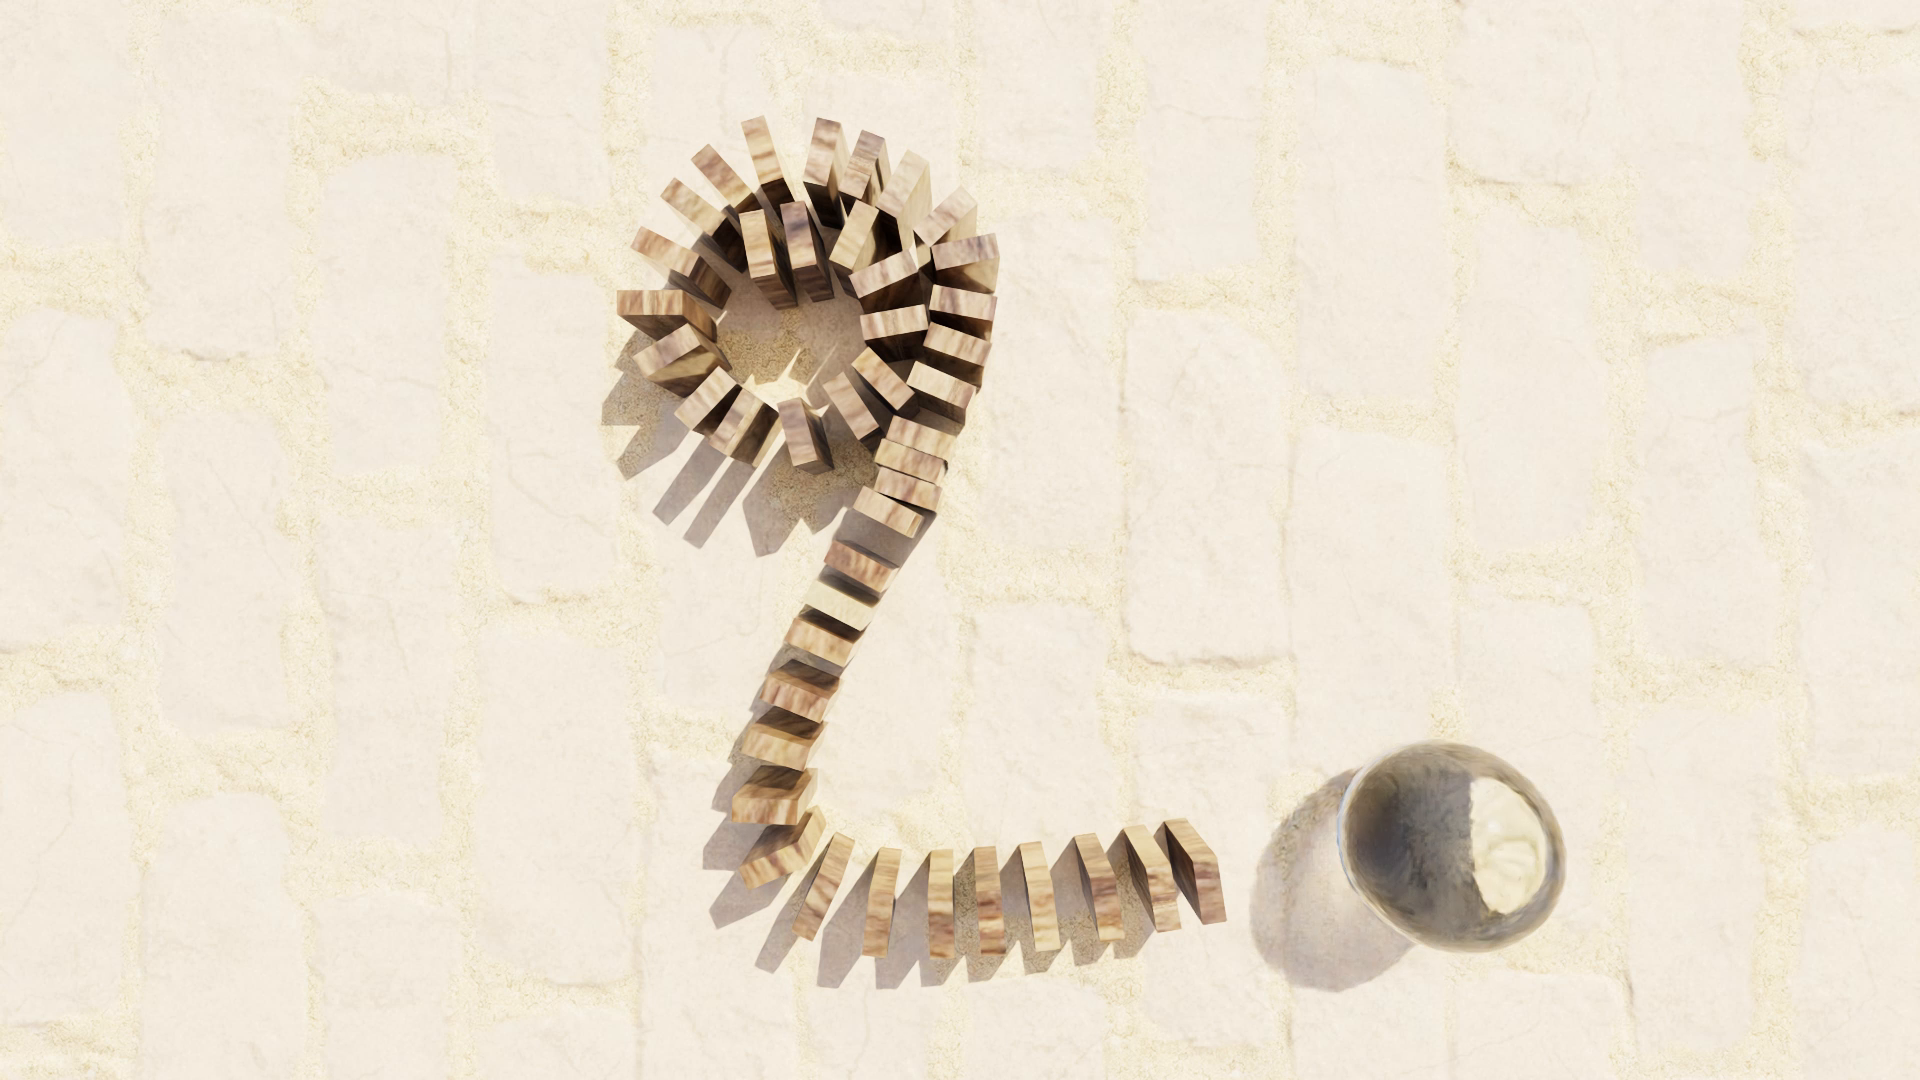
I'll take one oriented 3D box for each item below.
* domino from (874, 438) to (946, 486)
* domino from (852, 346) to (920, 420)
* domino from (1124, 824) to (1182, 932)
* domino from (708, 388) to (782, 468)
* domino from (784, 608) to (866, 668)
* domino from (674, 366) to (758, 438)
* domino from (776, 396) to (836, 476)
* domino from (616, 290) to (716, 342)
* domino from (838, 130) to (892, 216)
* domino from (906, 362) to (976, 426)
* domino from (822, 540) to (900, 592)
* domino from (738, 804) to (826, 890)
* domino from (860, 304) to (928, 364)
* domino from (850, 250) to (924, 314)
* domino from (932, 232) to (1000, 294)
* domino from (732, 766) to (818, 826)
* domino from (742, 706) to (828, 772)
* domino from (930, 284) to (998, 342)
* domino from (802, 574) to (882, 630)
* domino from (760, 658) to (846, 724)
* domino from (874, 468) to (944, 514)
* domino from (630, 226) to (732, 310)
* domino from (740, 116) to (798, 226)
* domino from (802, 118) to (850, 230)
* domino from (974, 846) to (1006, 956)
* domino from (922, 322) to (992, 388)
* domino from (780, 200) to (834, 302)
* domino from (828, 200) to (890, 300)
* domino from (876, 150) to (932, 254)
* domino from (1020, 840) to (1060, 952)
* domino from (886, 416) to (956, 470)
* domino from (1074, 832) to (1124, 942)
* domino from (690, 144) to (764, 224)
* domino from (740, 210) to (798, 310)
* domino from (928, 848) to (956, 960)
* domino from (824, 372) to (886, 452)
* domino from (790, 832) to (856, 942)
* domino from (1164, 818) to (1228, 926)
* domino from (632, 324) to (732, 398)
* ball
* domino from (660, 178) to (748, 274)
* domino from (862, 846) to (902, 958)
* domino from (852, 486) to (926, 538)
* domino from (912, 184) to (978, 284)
[{"bbox_3d":[-0.019,-0.030,0.375,0.025,0.050,0.010,20,90,0],"label":"domino"},{"bbox_3d":[-0.029,-0.062,0.375,0.010,0.050,0.025,-45,90,0],"label":"domino"},{"bbox_3d":[0.078,0.137,0.375,0.009,0.050,0.025,-10,90,0],"label":"domino"},{"bbox_3d":[-0.086,-0.045,0.375,0.009,0.050,0.025,32,90,0],"label":"domino"},{"bbox_3d":[-0.054,0.039,0.375,0.025,0.050,0.010,24,90,0],"label":"domino"},{"bbox_3d":[-0.097,-0.054,0.375,0.009,0.050,0.025,44,90,0],"label":"domino"},{"bbox_3d":[-0.062,-0.042,0.375,0.009,0.050,0.025,-15,90,0],"label":"domino"},{"bbox_3d":[-0.119,-0.091,0.375,0.025,0.050,0.009,0,90,0],"label":"domino"},{"bbox_3d":[-0.038,-0.144,0.375,0.009,0.050,0.025,21,90,0],"label":"domino"},{"bbox_3d":[-0.007,-0.059,0.375,0.025,0.050,0.009,23,90,0],"label":"domino"},{"bbox_3d":[-0.039,0.010,0.375,0.025,0.050,0.009,28,90,0],"label":"domino"},{"bbox_3d":[-0.071,0.125,0.375,0.025,0.050,0.010,-24,90,0],"label":"domino"},{"bbox_3d":[-0.025,-0.083,0.375,0.025,0.050,0.009,-10,90,0],"label":"domino"},{"bbox_3d":[-0.029,-0.102,0.375,0.025,0.050,0.009,-24,90,0],"label":"domino"},{"bbox_3d":[0.002,-0.110,0.375,0.025,0.050,0.010,-12,90,0],"label":"domino"},{"bbox_3d":[-0.075,0.104,0.375,0.025,0.050,0.009,3,90,0],"label":"domino"},{"bbox_3d":[-0.070,0.080,0.375,0.025,0.050,0.009,17,90,0],"label":"domino"},{"bbox_3d":[0.001,-0.091,0.375,0.025,0.050,0.009,11,90,0],"label":"domino"},{"bbox_3d":[-0.047,0.025,0.375,0.025,0.050,0.009,27,90,0],"label":"domino"},{"bbox_3d":[-0.063,0.061,0.375,0.025,0.050,0.009,22,90,0],"label":"domino"},{"bbox_3d":[-0.020,-0.019,0.375,0.025,0.050,0.009,19,90,0],"label":"domino"},{"bbox_3d":[-0.113,-0.110,0.375,0.025,0.050,0.009,26,90,0],"label":"domino"},{"bbox_3d":[-0.076,-0.149,0.375,0.009,0.050,0.025,-18,90,0],"label":"domino"},{"bbox_3d":[-0.053,-0.148,0.375,0.010,0.050,0.025,13,90,0],"label":"domino"},{"bbox_3d":[0.012,0.146,0.375,0.009,0.050,0.025,-5,90,0],"label":"domino"},{"bbox_3d":[-0.001,-0.075,0.375,0.025,0.050,0.010,19,90,0],"label":"domino"},{"bbox_3d":[-0.062,-0.117,0.375,0.009,0.050,0.025,-11,90,0],"label":"domino"},{"bbox_3d":[-0.040,-0.117,0.375,0.009,0.050,0.025,25,90,0],"label":"domino"},{"bbox_3d":[-0.022,-0.136,0.375,0.010,0.050,0.025,30,90,0],"label":"domino"},{"bbox_3d":[0.032,0.144,0.375,0.010,0.050,0.025,-7,90,0],"label":"domino"},{"bbox_3d":[-0.015,-0.039,0.375,0.025,0.050,0.010,19,90,0],"label":"domino"},{"bbox_3d":[0.056,0.141,0.375,0.009,0.050,0.025,-9,90,0],"label":"domino"},{"bbox_3d":[-0.091,-0.139,0.375,0.009,0.050,0.025,-42,90,0],"label":"domino"},{"bbox_3d":[-0.078,-0.113,0.375,0.009,0.050,0.025,-11,90,0],"label":"domino"},{"bbox_3d":[-0.007,0.148,0.375,0.010,0.050,0.025,-2,90,0],"label":"domino"},{"bbox_3d":[-0.042,-0.051,0.375,0.009,0.050,0.025,-33,90,0],"label":"domino"},{"bbox_3d":[-0.055,0.140,0.375,0.009,0.050,0.025,26,90,0],"label":"domino"},{"bbox_3d":[0.096,0.134,0.375,0.010,0.050,0.025,-9,90,0],"label":"domino"},{"bbox_3d":[-0.112,-0.072,0.375,0.025,0.050,0.010,-31,90,0],"label":"domino"},{"bbox_3d":[0.191,0.119,0.360,0.080,0.080,0.080,0,90,0],"label":"ball"},{"bbox_3d":[-0.102,-0.127,0.375,0.025,0.050,0.010,38,90,0],"label":"domino"},{"bbox_3d":[-0.031,0.147,0.375,0.009,0.050,0.025,7,90,0],"label":"domino"},{"bbox_3d":[-0.028,-0.011,0.375,0.025,0.050,0.009,28,90,0],"label":"domino"},{"bbox_3d":[-0.006,-0.124,0.375,0.025,0.050,0.010,-43,90,0],"label":"domino"}]
